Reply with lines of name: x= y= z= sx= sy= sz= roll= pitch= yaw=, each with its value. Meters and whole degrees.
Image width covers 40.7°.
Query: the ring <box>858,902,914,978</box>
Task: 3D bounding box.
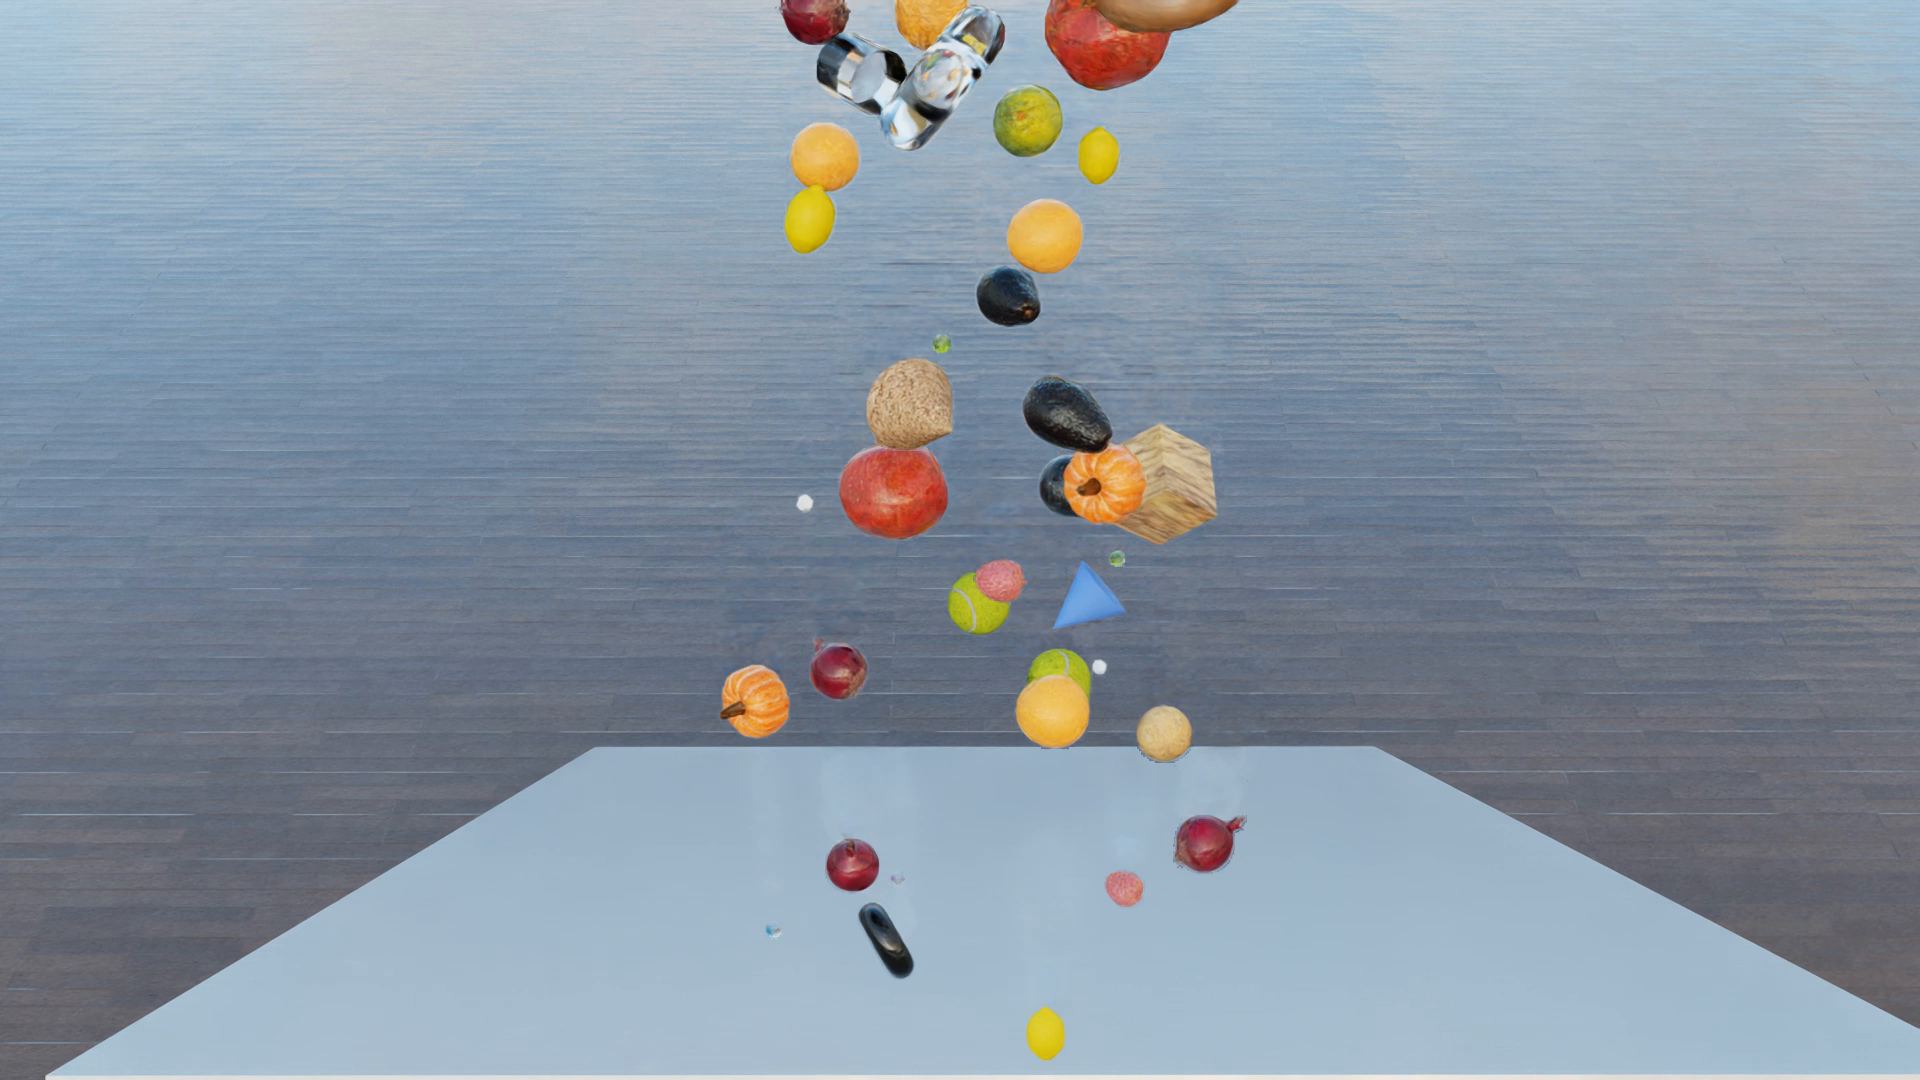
ring: x=-0.083 y=0.451 z=2.910 sx=0.031 sy=0.094 sz=0.094 roll=-30 pitch=35 yaw=-6

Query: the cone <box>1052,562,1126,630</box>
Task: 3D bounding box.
cone: x=0.125 y=0.072 z=2.733 sx=0.071 sy=0.071 sz=0.071 roll=-40 pitch=32 yaw=7

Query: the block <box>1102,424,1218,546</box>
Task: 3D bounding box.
block: x=0.205 y=-0.057 z=2.669 sx=0.080 sy=0.080 sz=0.080 roll=24 pitch=50 yaw=-40

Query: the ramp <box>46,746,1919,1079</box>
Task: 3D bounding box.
ramp: x=0.066 y=0.588 z=4.639 sx=2.000 sy=0.100 sz=4.000 roll=0 pitch=0 yaw=0

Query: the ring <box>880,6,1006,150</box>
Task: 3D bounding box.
ring: x=-0.015 y=-0.377 z=2.109 sx=0.046 sy=0.137 sz=0.137 roll=38 pitch=31 yaw=-8

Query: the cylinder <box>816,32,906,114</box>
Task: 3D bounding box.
cylinder: x=-0.085 y=-0.403 z=2.230 sx=0.057 sy=0.057 sz=0.057 roll=-19 pitch=34 yaw=-29

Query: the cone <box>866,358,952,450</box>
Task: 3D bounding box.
cone: x=-0.029 y=-0.120 z=2.544 sx=0.095 sy=0.095 sz=0.095 roll=-14 pitch=25 yaw=-23

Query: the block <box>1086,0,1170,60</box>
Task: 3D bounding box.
block: x=0.169 y=-0.508 z=2.456 sx=0.065 sy=0.065 sz=0.065 roll=32 pitch=16 yaw=-15

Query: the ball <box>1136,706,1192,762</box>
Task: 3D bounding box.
ball: x=0.203 y=0.193 z=2.576 sx=0.055 sy=0.055 sz=0.055 roll=0 pitch=29 yaw=0

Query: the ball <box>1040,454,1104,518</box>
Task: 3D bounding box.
ball: x=0.115 y=-0.056 z=2.668 sx=0.066 sy=0.066 sz=0.066 roll=0 pitch=29 yaw=0

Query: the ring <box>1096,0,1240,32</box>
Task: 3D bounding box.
ring: x=0.175 y=-0.460 z=2.131 sx=0.131 sy=0.044 sz=0.131 roll=-12 pitch=34 yaw=8
